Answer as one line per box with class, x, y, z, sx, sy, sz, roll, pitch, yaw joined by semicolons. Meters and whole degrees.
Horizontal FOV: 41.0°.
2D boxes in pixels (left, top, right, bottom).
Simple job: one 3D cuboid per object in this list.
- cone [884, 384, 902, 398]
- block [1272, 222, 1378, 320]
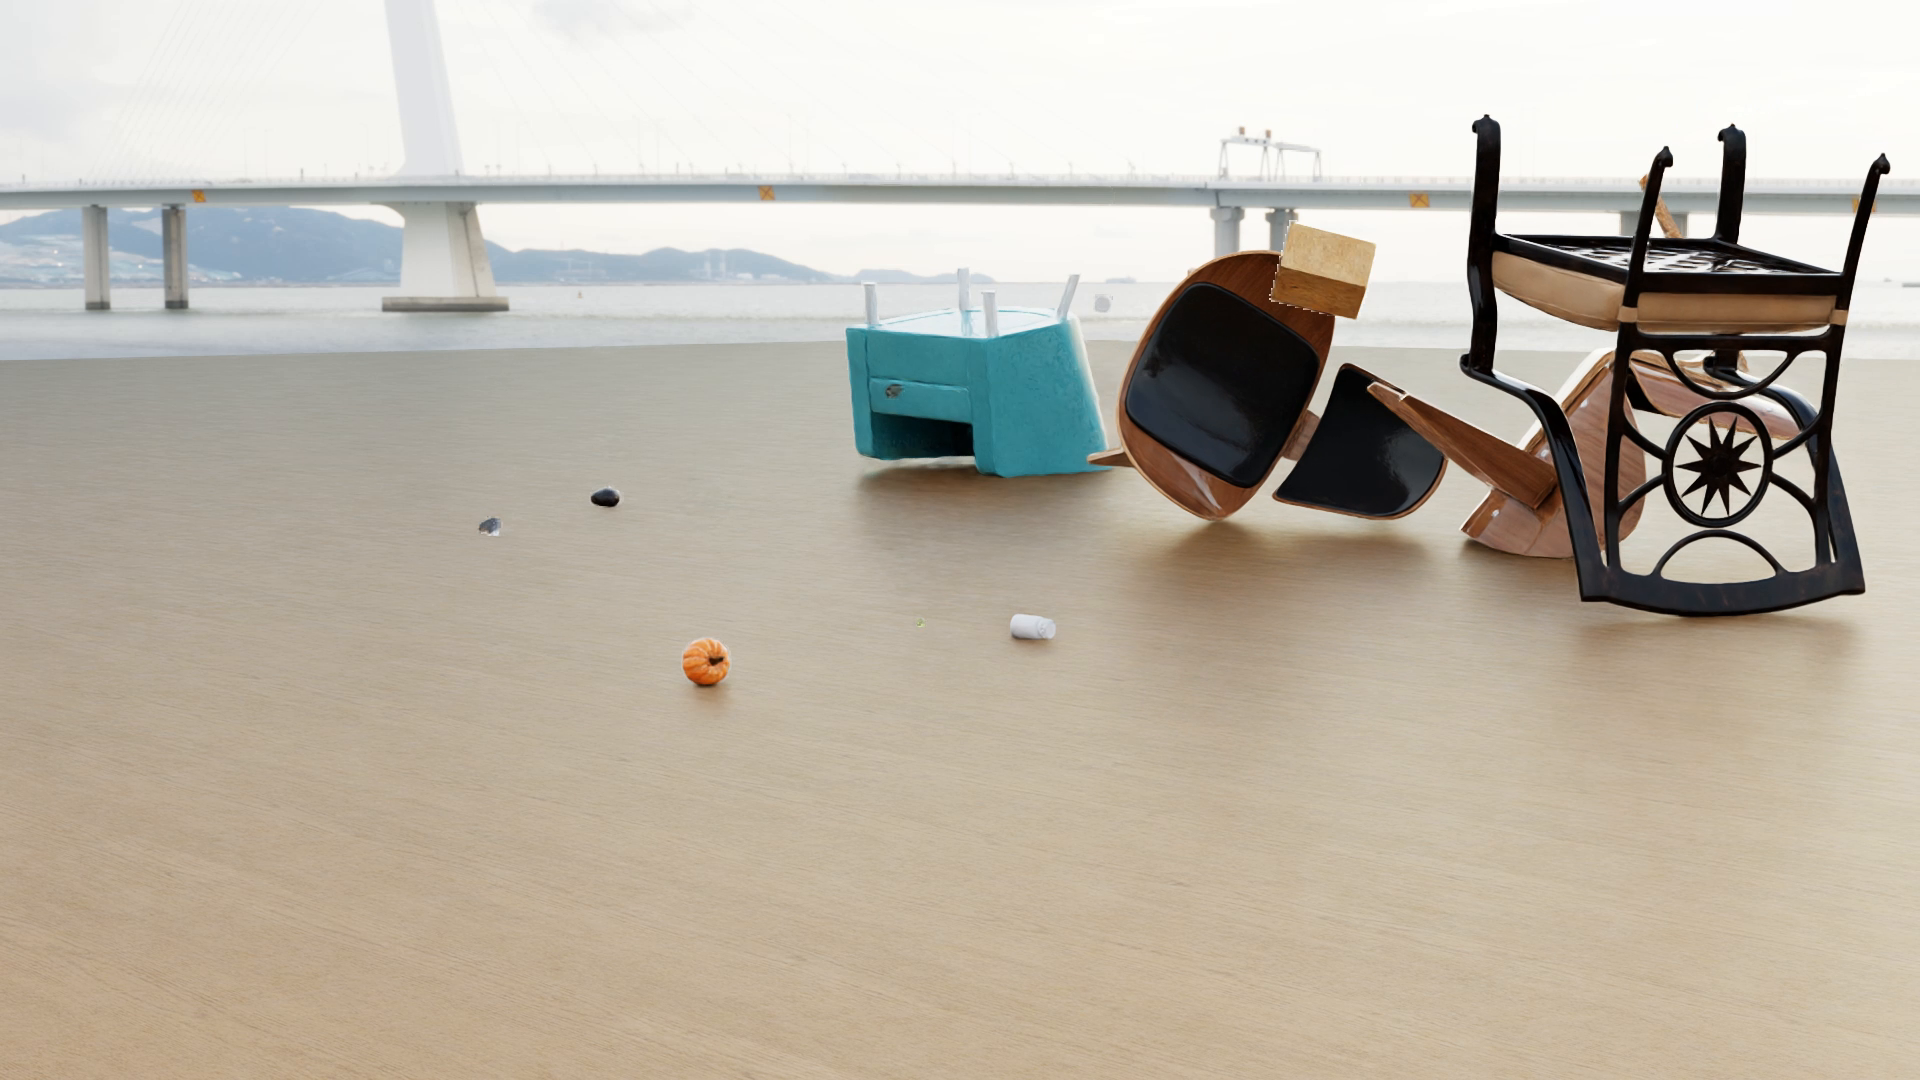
cone;-0.227;-0.481;8.219;0.062;0.047;0.063;-27;25;-26
block;0.903;-0.666;6.364;0.216;0.138;0.141;15;-29;5
